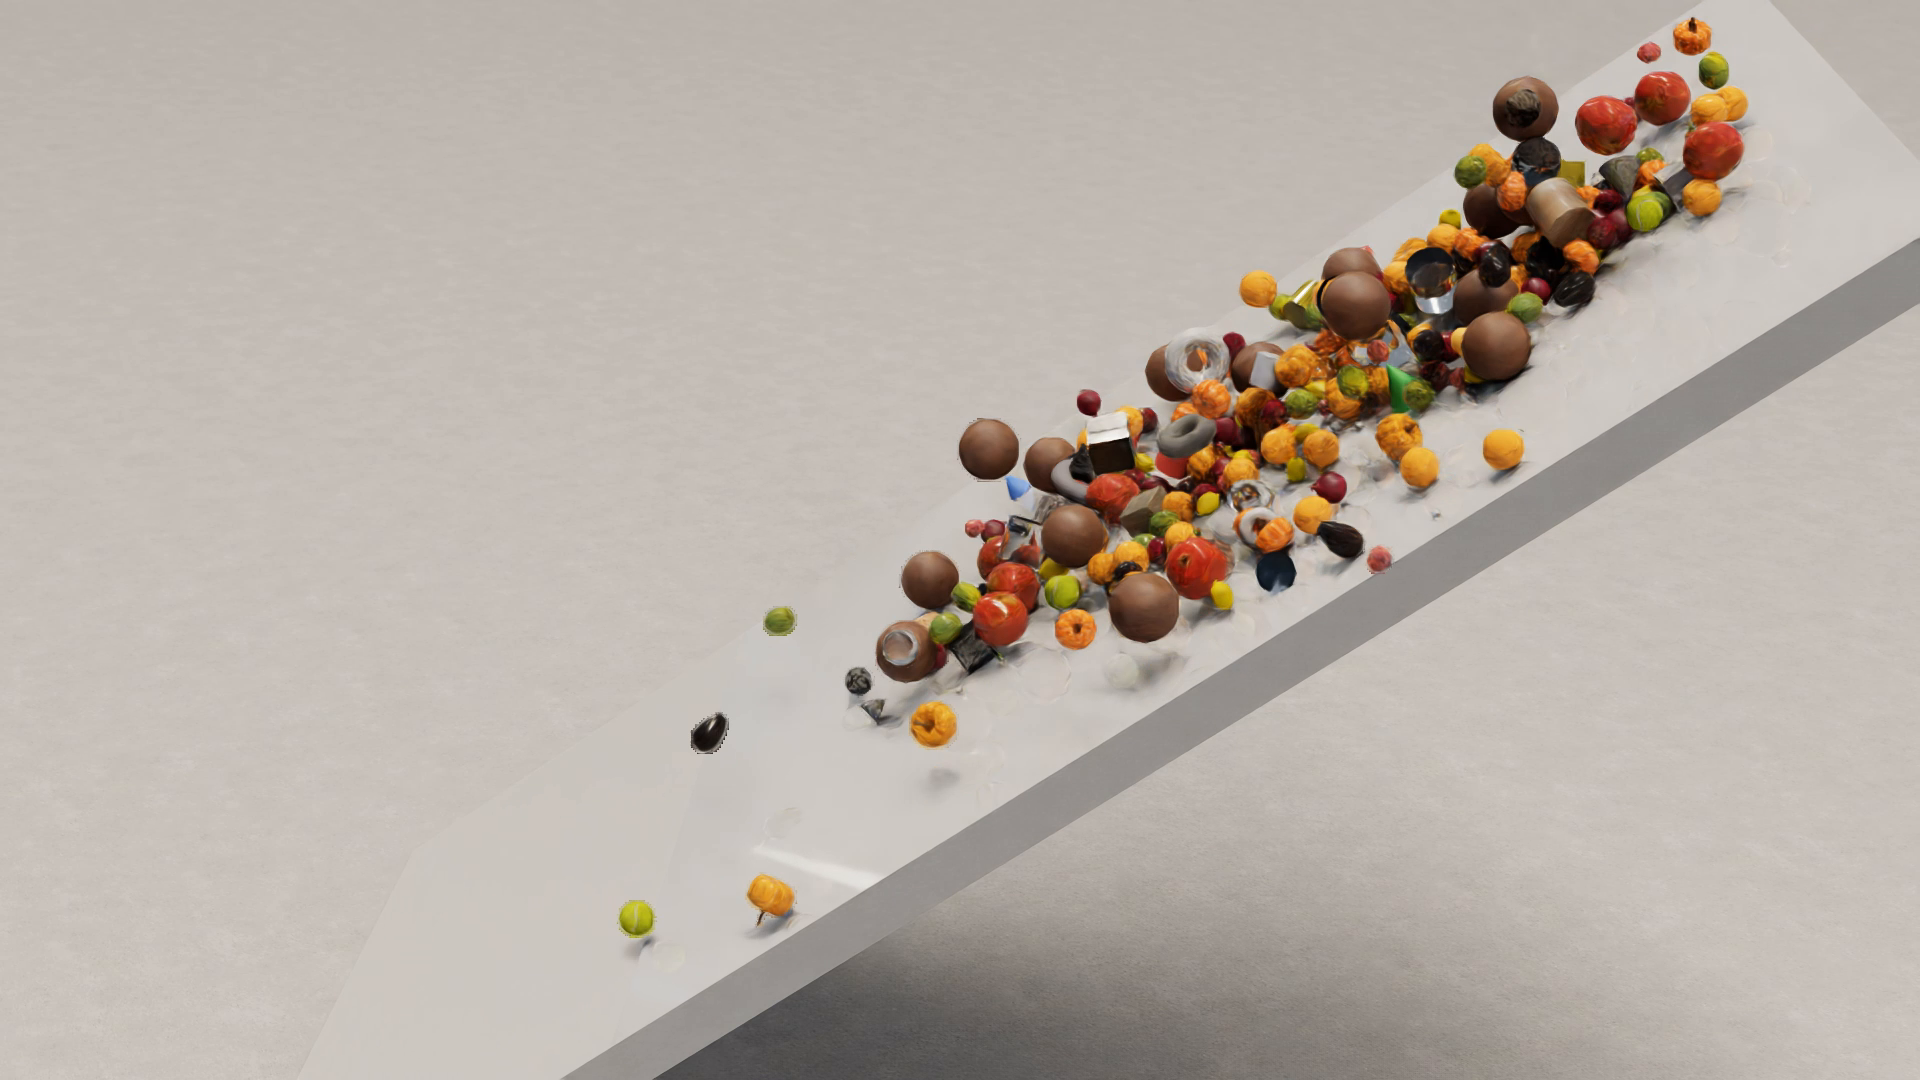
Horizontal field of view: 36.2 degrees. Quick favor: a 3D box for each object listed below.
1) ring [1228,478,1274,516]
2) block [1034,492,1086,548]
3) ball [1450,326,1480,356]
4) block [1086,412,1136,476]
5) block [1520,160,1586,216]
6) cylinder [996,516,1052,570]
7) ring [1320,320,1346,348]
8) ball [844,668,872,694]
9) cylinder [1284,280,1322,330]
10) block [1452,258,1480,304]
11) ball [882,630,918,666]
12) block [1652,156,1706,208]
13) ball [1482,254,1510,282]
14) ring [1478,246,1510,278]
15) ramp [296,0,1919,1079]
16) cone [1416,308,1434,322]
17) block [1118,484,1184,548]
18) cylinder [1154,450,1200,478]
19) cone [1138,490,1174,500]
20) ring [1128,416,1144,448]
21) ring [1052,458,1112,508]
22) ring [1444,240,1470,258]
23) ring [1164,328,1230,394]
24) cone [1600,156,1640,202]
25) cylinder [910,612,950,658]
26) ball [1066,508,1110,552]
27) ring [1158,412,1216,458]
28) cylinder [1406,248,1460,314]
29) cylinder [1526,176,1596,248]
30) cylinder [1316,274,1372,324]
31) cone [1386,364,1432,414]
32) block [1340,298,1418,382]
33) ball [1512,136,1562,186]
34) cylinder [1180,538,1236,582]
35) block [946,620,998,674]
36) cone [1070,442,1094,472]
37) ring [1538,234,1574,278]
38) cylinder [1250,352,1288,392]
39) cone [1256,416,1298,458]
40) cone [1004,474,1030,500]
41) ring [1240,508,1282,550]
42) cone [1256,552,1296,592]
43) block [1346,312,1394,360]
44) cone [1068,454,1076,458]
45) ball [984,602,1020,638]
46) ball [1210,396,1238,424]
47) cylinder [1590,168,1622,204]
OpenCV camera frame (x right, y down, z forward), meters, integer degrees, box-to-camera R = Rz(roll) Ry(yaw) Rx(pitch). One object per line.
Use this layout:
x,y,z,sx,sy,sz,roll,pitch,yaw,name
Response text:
0.564,-0.080,5.701,0.095,0.032,0.095,8,47,-9,ring
0.213,-0.041,6.330,0.086,0.086,0.086,25,-11,-14,block
0.958,-0.378,5.587,0.055,0.055,0.055,0,22,0,ball
0.307,-0.197,5.998,0.084,0.084,0.084,-11,41,7,block
1.214,-0.720,6.022,0.096,0.096,0.096,-1,-5,-19,block
0.136,0.006,6.217,0.094,0.094,0.094,17,-4,1,cylinder
0.831,-0.462,6.341,0.128,0.043,0.128,-36,15,11,ring
-0.222,0.307,6.415,0.061,0.061,0.061,0,22,0,ball
0.776,-0.524,6.563,0.079,0.079,0.079,19,55,39,cylinder
0.996,-0.525,5.992,0.090,0.090,0.090,-4,3,-21,block
-0.121,0.219,5.992,0.075,0.075,0.075,0,22,0,ball
1.395,-0.693,5.705,0.064,0.064,0.064,-35,20,10,block
1.063,-0.539,5.838,0.055,0.055,0.055,0,22,0,ball
1.101,-0.578,6.098,0.089,0.030,0.089,-33,18,12,ring
0.133,0.176,6.312,4.000,0.100,2.000,-33,16,16,ramp
0.960,-0.496,6.114,0.061,0.061,0.061,-34,16,11,cone
0.392,-0.048,6.042,0.081,0.081,0.081,-25,20,39,block
0.455,-0.182,6.115,0.077,0.077,0.077,15,38,-12,cylinder
0.402,-0.053,6.123,0.077,0.077,0.077,6,63,13,cone
0.378,-0.225,6.588,0.038,0.114,0.114,23,25,5,ring
0.263,-0.124,6.353,0.139,0.046,0.139,14,37,-10,ring
1.008,-0.561,6.130,0.050,0.149,0.149,37,31,7,ring
0.492,-0.372,6.107,0.140,0.140,0.047,-4,10,-9,ring
1.298,-0.694,5.747,0.082,0.082,0.082,-4,66,-9,cone
-0.060,0.202,6.285,0.069,0.069,0.069,-22,23,10,cylinder
0.270,-0.021,6.214,0.093,0.093,0.093,0,22,0,ball
0.450,-0.207,5.832,0.126,0.042,0.126,-24,26,12,ring
0.938,-0.513,5.829,0.095,0.095,0.095,-9,58,14,cylinder
1.164,-0.635,5.707,0.099,0.099,0.099,-8,46,-19,cylinder
0.787,-0.495,6.024,0.098,0.098,0.098,7,8,16,cylinder
0.858,-0.309,5.741,0.092,0.092,0.092,-34,16,11,cone
0.836,-0.400,5.869,0.098,0.098,0.098,-42,56,-7,block
1.136,-0.745,5.796,0.097,0.097,0.097,0,22,0,ball
0.472,0.038,5.611,0.080,0.080,0.080,-7,5,-18,cylinder
0.025,0.222,6.096,0.072,0.072,0.072,-37,15,3,block
0.265,-0.184,6.325,0.060,0.060,0.060,-1,26,0,cone
1.172,-0.565,5.779,0.033,0.100,0.100,-6,22,-22,ring
0.627,-0.343,5.973,0.066,0.066,0.066,14,13,-3,cylinder
0.664,-0.216,6.002,0.088,0.088,0.088,18,21,37,cone
0.123,-0.136,6.921,0.060,0.060,0.060,-37,21,16,cone
0.568,-0.021,5.561,0.081,0.081,0.027,2,3,6,ring
0.586,0.060,5.390,0.075,0.075,0.075,7,0,17,cone
0.806,-0.401,5.780,0.063,0.063,0.063,17,-18,29,block
0.264,-0.133,6.653,0.087,0.087,0.087,20,35,-15,cone
0.088,0.165,6.098,0.076,0.076,0.076,0,22,0,ball
0.570,-0.282,6.362,0.061,0.061,0.061,0,22,0,ball
1.315,-0.722,5.930,0.060,0.060,0.060,38,14,-18,cylinder
